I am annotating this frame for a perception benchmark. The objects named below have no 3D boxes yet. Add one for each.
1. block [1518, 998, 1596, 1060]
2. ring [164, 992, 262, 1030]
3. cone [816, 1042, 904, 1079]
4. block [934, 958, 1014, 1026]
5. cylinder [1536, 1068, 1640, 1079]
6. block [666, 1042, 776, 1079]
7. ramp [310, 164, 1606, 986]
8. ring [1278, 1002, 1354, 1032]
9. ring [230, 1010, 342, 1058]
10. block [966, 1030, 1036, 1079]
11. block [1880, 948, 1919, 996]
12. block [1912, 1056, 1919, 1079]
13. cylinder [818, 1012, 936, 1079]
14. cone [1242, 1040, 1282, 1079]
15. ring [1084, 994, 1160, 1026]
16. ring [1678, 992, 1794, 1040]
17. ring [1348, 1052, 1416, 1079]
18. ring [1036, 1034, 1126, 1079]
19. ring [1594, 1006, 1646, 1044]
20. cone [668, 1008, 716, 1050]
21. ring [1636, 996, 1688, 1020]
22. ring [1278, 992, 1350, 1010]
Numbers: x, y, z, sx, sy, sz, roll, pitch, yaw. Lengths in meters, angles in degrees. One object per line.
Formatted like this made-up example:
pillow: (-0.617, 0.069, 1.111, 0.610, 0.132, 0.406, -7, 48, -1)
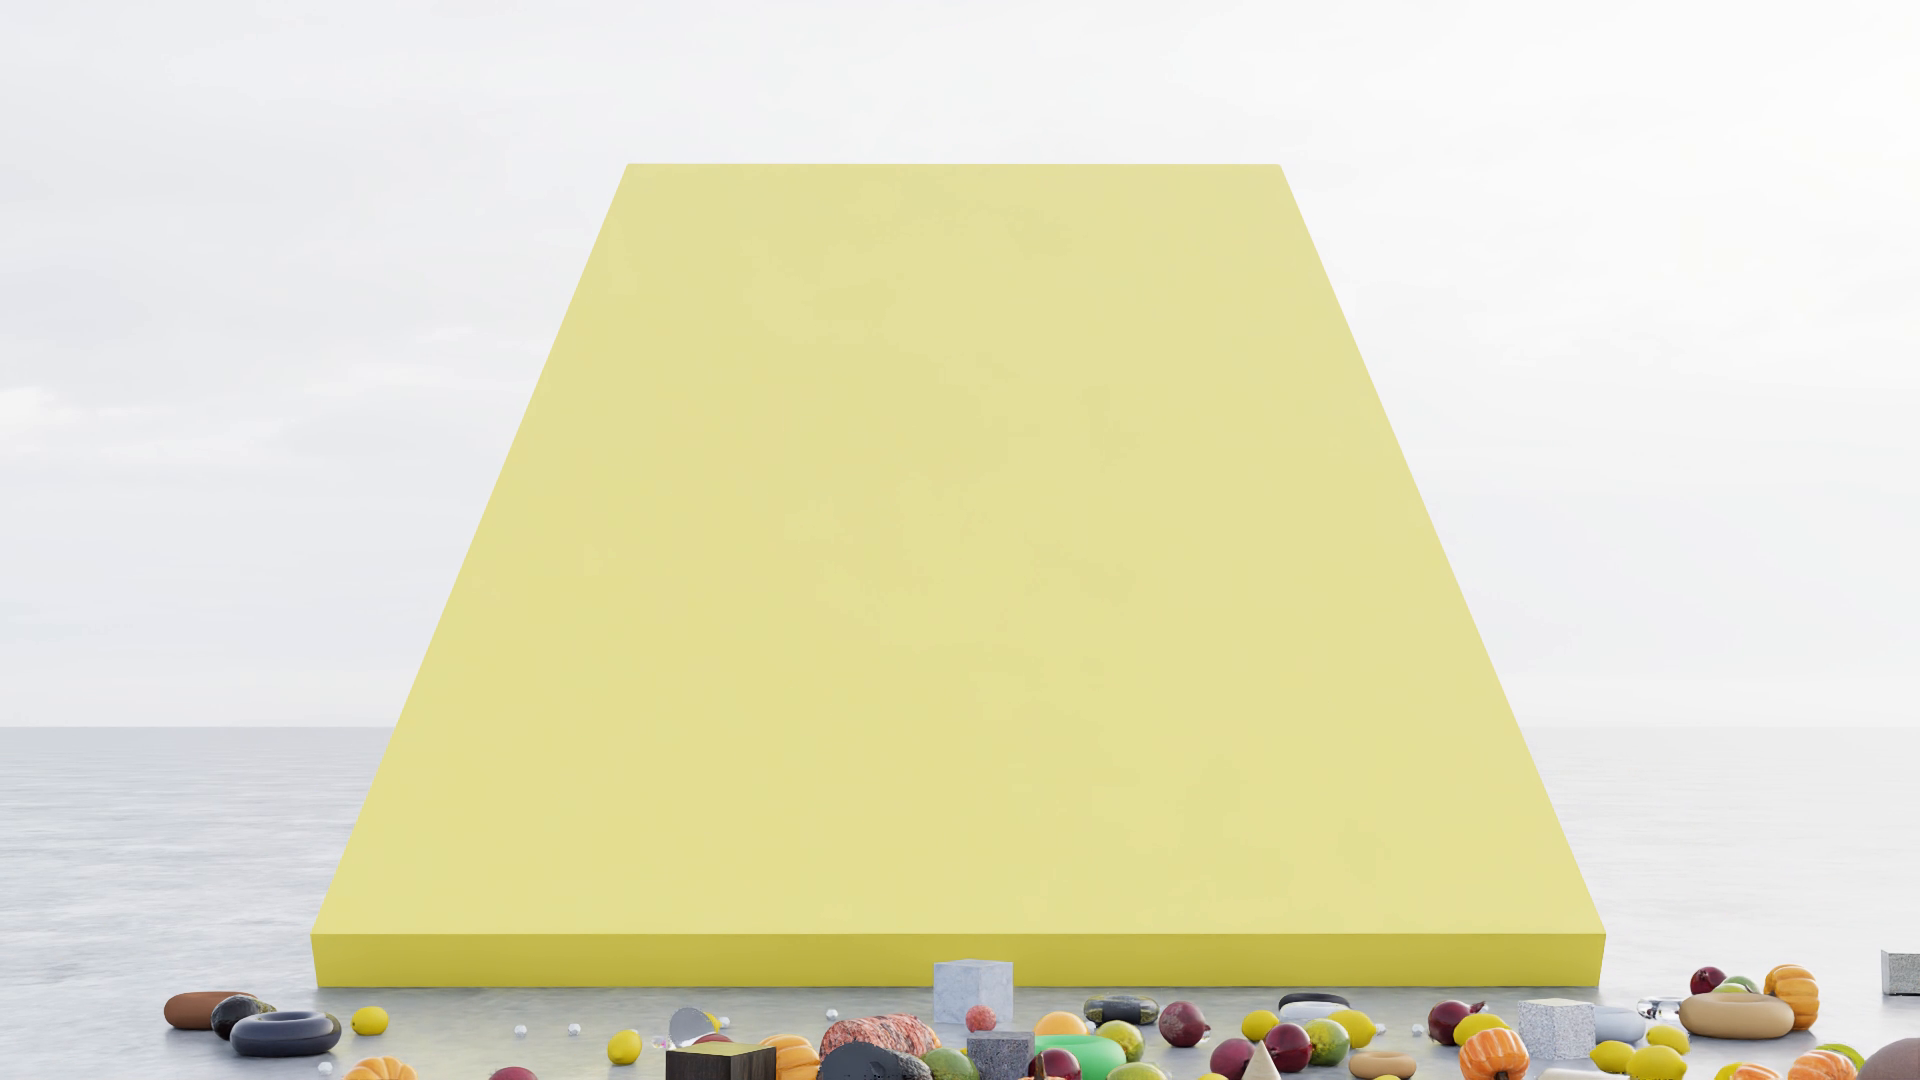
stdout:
block: (0.741, 0.607, 2.927, 0.065, 0.065, 0.065, 2, -5, -28)
ring: (-1.018, 0.641, 3.213, 0.128, 0.043, 0.128, 1, -5, 0)
cone: (-0.109, 0.584, 2.468, 0.091, 0.091, 0.091, 1, -31, -9)
block: (0.019, 0.626, 3.271, 0.079, 0.079, 0.079, -3, -5, 37)
cylinder: (0.590, 0.542, 2.206, 0.085, 0.085, 0.085, -4, -6, 44)
block: (-0.244, 0.559, 2.404, 0.081, 0.081, 0.081, -2, -5, 30)
ramp: (-0.010, -0.228, 5.455, 2.000, 0.100, 4.000, 0, 26, 0)
ring: (0.480, 0.642, 3.177, 0.100, 0.033, 0.100, 1, -5, 0)
ring: (-0.845, 0.619, 2.956, 0.136, 0.045, 0.136, -1, -3, 0)
block: (0.046, 0.581, 2.605, 0.067, 0.067, 0.067, -1, -4, 8)
block: (1.440, 0.658, 3.585, 0.064, 0.064, 0.064, -1, -4, 11)
block: (0.967, 0.539, 2.220, 0.094, 0.094, 0.094, 1, -4, -11)
cylinder: (-0.090, 0.568, 2.581, 0.091, 0.091, 0.091, -4, -6, 43)
cone: (0.323, 0.572, 2.528, 0.074, 0.074, 0.074, 0, -4, 0)
ring: (0.222, 0.646, 3.241, 0.105, 0.035, 0.105, 1, -5, 0)
ring: (1.028, 0.631, 3.124, 0.146, 0.049, 0.146, -1, -3, 0)
ring: (0.493, 0.613, 2.750, 0.078, 0.026, 0.078, -1, -4, 0)
ring: (0.116, 0.598, 2.701, 0.149, 0.050, 0.149, -1, -5, 0)
ring: (0.833, 0.632, 3.071, 0.117, 0.039, 0.117, 1, -4, 0)
cone: (-0.348, 0.625, 2.929, 0.067, 0.067, 0.067, 4, -32, -39)
ring: (0.989, 0.653, 3.289, 0.087, 0.029, 0.087, 0, -6, 0)
ring: (0.492, 0.649, 3.272, 0.100, 0.033, 0.100, 1, -4, 0)
